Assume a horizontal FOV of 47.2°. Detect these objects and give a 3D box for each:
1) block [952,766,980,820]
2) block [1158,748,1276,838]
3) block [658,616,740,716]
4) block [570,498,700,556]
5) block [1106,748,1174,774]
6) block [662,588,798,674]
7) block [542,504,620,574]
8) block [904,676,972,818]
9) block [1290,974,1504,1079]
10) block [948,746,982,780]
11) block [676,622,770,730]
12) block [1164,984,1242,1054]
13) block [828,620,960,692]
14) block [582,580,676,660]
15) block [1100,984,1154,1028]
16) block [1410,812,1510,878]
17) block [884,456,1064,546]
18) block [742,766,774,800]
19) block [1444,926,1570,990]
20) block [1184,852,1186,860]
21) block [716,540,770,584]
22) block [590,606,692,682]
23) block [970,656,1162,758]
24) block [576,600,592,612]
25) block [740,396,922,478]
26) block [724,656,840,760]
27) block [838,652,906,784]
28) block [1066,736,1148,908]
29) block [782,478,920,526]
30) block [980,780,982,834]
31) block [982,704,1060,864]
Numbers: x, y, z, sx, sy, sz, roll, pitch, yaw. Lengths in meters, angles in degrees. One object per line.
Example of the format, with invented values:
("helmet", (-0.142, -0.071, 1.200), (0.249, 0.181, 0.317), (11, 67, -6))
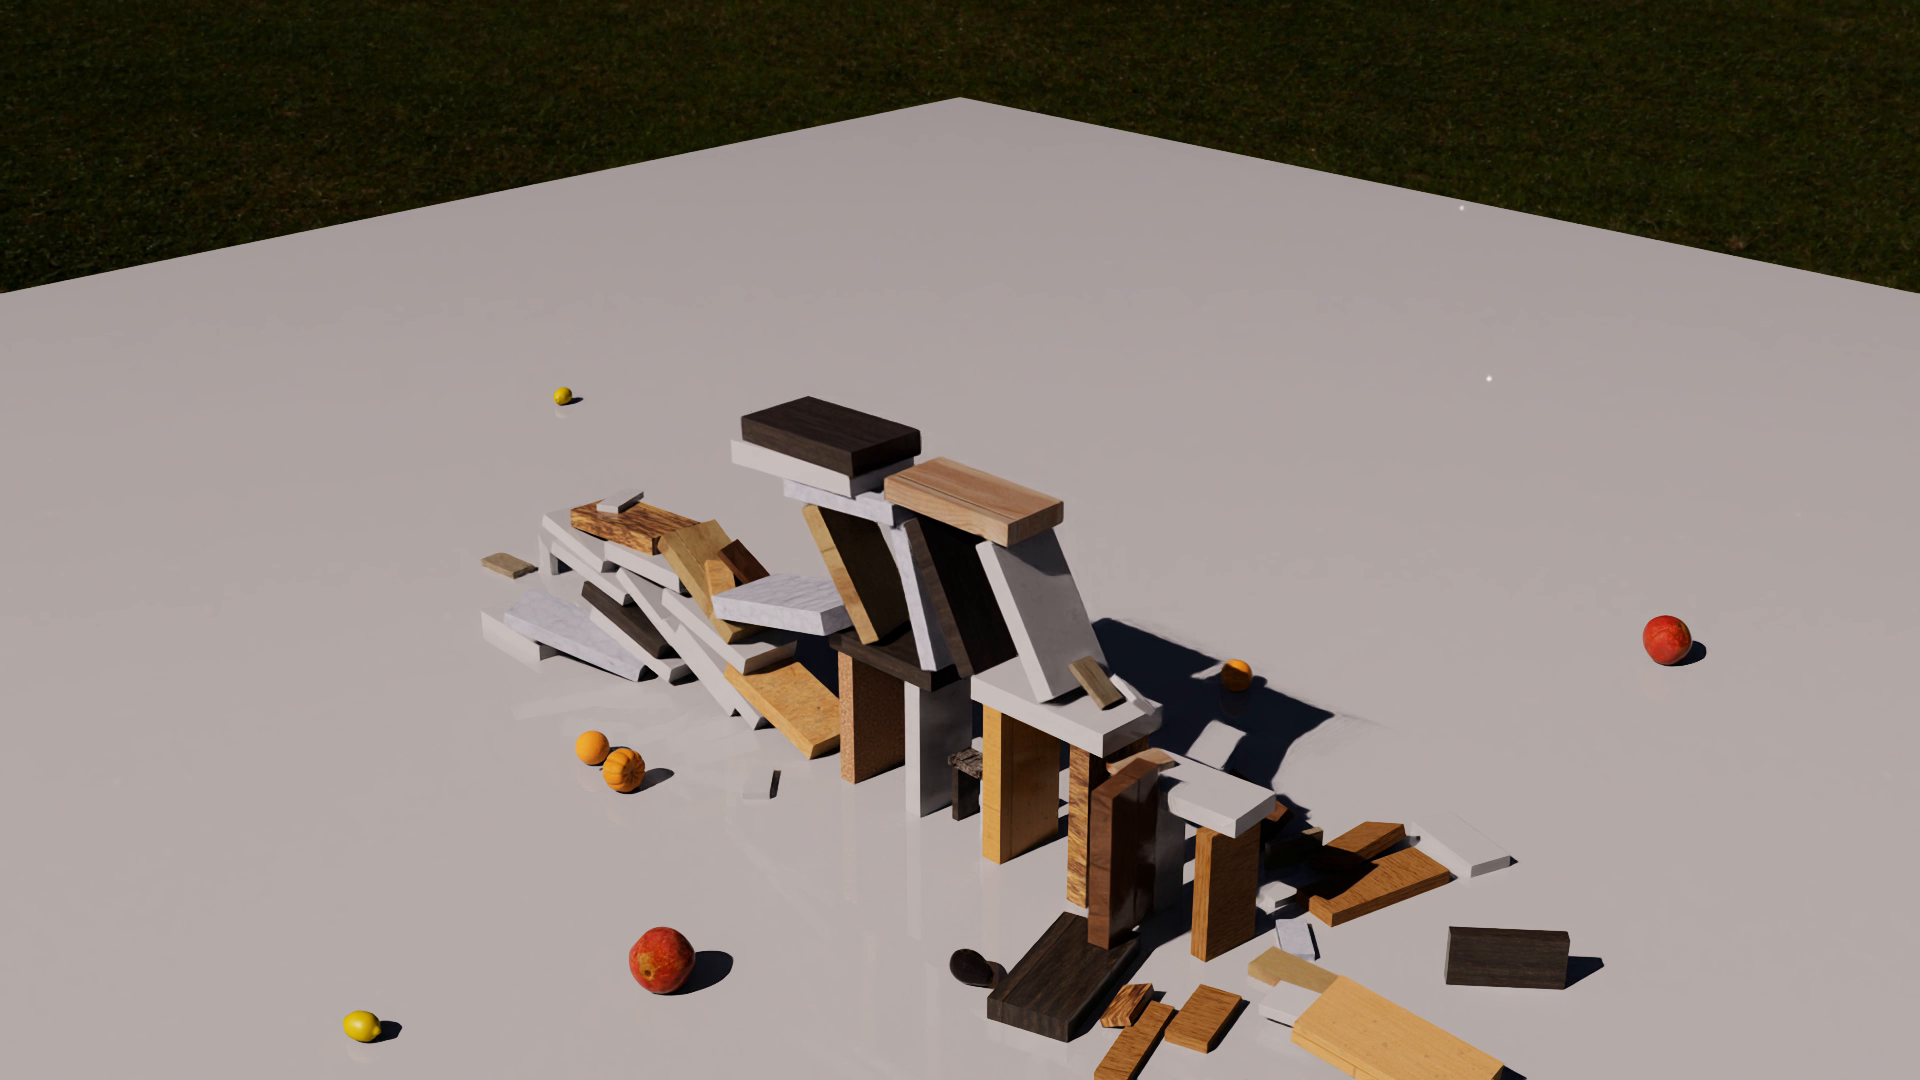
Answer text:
("block", (0.011, 0.501, 4.428), (0.017, 0.120, 0.060), (21, 31, 41))
("block", (0.425, 0.455, 3.975), (0.260, 0.037, 0.130), (18, 29, 37))
("block", (-0.538, 0.264, 4.921), (0.135, 0.038, 0.270), (-23, 63, -43))
("block", (-0.752, -0.036, 5.091), (0.292, 0.041, 0.146), (18, 27, 39))
("block", (0.329, 0.410, 4.013), (0.113, 0.016, 0.056), (-13, 26, -28))
("block", (-0.512, 0.181, 4.867), (0.147, 0.042, 0.293), (-20, 45, -41))
("block", (-0.864, -0.005, 5.147), (0.223, 0.032, 0.112), (35, 34, 30))
("block", (-0.043, 0.400, 4.441), (0.147, 0.294, 0.042), (-21, 31, -40))
("block", (0.720, 0.845, 3.627), (0.308, 0.044, 0.154), (26, 38, 30))
("block", (0.040, 0.449, 4.375), (0.120, 0.017, 0.060), (21, 31, 41))
("block", (-0.483, 0.278, 4.872), (0.147, 0.042, 0.293), (-22, 61, -42))
("block", (0.420, 0.824, 3.790), (0.078, 0.022, 0.156), (12, 26, 26))
("block", (-0.110, 0.219, 4.438), (0.294, 0.042, 0.147), (21, 31, 40))
("block", (-0.732, 0.168, 5.064), (0.270, 0.038, 0.135), (37, 35, 28))
("block", (0.290, 0.807, 3.815), (0.056, 0.016, 0.112), (-11, 15, 30))
("block", (0.982, 0.597, 4.320), (0.094, 0.027, 0.188), (-11, 25, -24))
("block", (0.024, -0.076, 4.155), (0.315, 0.045, 0.158), (21, 31, 38))
("block", (-0.417, 0.502, 4.557), (0.056, 0.016, 0.112), (0, 23, 1))
("block", (0.966, 0.739, 3.887), (0.206, 0.103, 0.029), (2, 23, 4))
("block", (0.388, 0.607, 4.311), (0.051, 0.015, 0.103), (-18, 29, -36))
("block", (-0.470, 0.062, 4.846), (0.129, 0.018, 0.064), (47, 40, 5))
("block", (-0.711, 0.220, 5.066), (0.270, 0.038, 0.135), (35, 35, 26))
("block", (0.198, 0.303, 4.130), (0.334, 0.047, 0.167), (21, 31, 41))
("block", (-0.810, 0.197, 5.249), (0.131, 0.037, 0.261), (-12, 26, -27))
("block", (-0.258, -0.208, 4.364), (0.175, 0.050, 0.350), (-21, 27, -38))
("block", (-0.361, 0.347, 4.766), (0.147, 0.042, 0.293), (-21, 50, -42))
("block", (-0.181, 0.346, 4.568), (0.042, 0.294, 0.147), (21, 31, 40))
("block", (0.277, 0.510, 4.132), (0.047, 0.334, 0.167), (21, 31, 41))
("block", (-0.190, -0.099, 4.339), (0.301, 0.043, 0.150), (15, 28, 39))
("block", (0.068, 0.523, 4.376), (0.017, 0.120, 0.060), (21, 31, 41))
("block", (0.120, 0.448, 4.277), (0.167, 0.334, 0.047), (-21, 31, -41))
